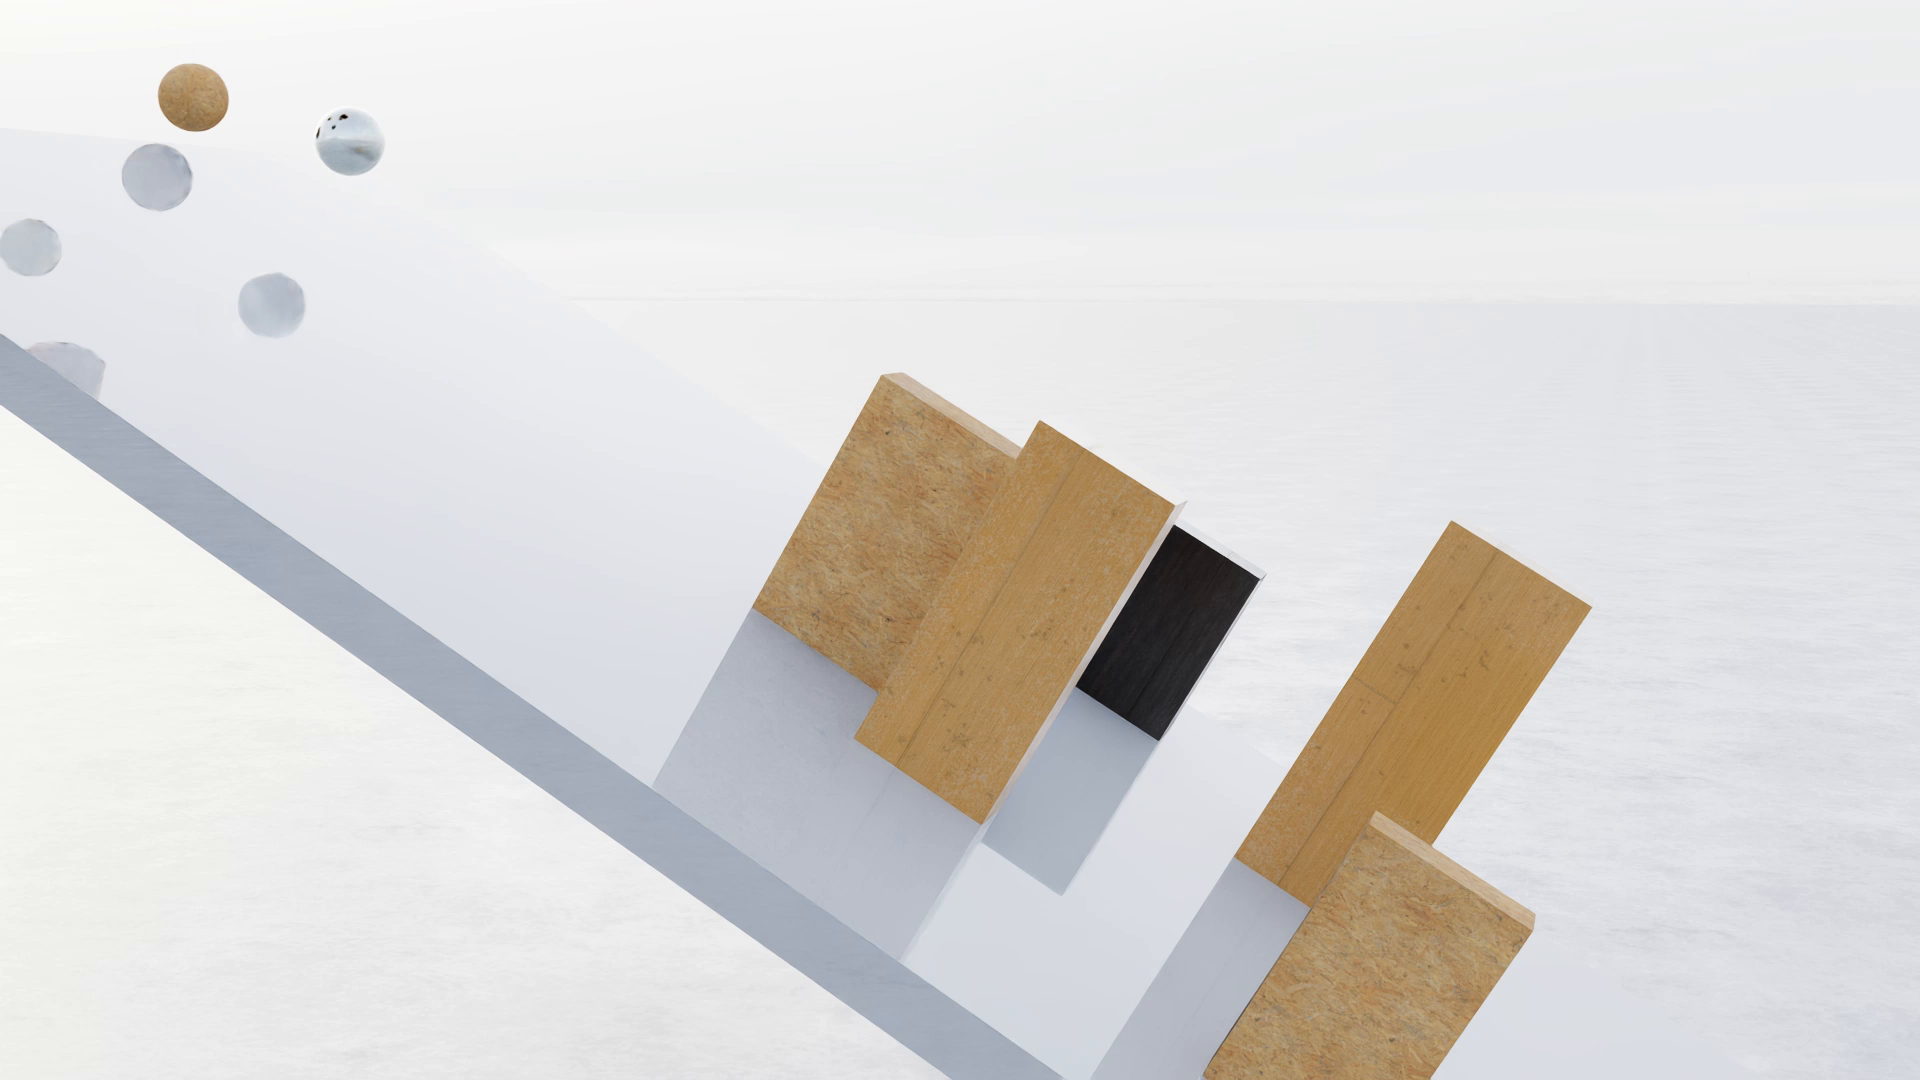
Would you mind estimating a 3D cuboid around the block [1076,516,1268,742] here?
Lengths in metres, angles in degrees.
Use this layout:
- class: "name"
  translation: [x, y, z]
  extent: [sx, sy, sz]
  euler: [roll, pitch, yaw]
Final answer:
- class: "block"
  translation: [0.354, 0.131, 4.645]
  extent: [0.427, 0.410, 0.091]
  euler: [33, 15, 11]

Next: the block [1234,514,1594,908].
- class: "block"
  translation: [0.848, 0.357, 4.136]
  extent: [0.294, 0.768, 0.114]
  euler: [33, 15, 11]

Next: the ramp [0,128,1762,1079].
- class: "ramp"
  translation: [-0.174, 0.286, 4.122]
  extent: [4.000, 0.100, 2.000]
  euler: [33, 15, 11]

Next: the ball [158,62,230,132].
- class: "ball"
  translation: [-1.671, -0.964, 4.793]
  extent: [0.149, 0.149, 0.149]
  euler: [0, 7, 0]

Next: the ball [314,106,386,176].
- class: "ball"
  translation: [-1.308, -0.855, 4.715]
  extent: [0.148, 0.148, 0.148]
  euler: [0, 7, 0]

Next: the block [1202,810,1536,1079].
- class: "block"
  translation: [0.595, 0.667, 3.218]
  extent: [0.269, 0.464, 0.087]
  euler: [33, 15, 11]

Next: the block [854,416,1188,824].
- class: "block"
  translation: [0.099, 0.135, 3.684]
  extent: [0.264, 0.638, 0.108]
  euler: [33, 15, 11]

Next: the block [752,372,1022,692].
- class: "block"
  translation: [-0.080, 0.015, 4.011]
  extent: [0.401, 0.501, 0.119]
  euler: [33, 15, 11]
